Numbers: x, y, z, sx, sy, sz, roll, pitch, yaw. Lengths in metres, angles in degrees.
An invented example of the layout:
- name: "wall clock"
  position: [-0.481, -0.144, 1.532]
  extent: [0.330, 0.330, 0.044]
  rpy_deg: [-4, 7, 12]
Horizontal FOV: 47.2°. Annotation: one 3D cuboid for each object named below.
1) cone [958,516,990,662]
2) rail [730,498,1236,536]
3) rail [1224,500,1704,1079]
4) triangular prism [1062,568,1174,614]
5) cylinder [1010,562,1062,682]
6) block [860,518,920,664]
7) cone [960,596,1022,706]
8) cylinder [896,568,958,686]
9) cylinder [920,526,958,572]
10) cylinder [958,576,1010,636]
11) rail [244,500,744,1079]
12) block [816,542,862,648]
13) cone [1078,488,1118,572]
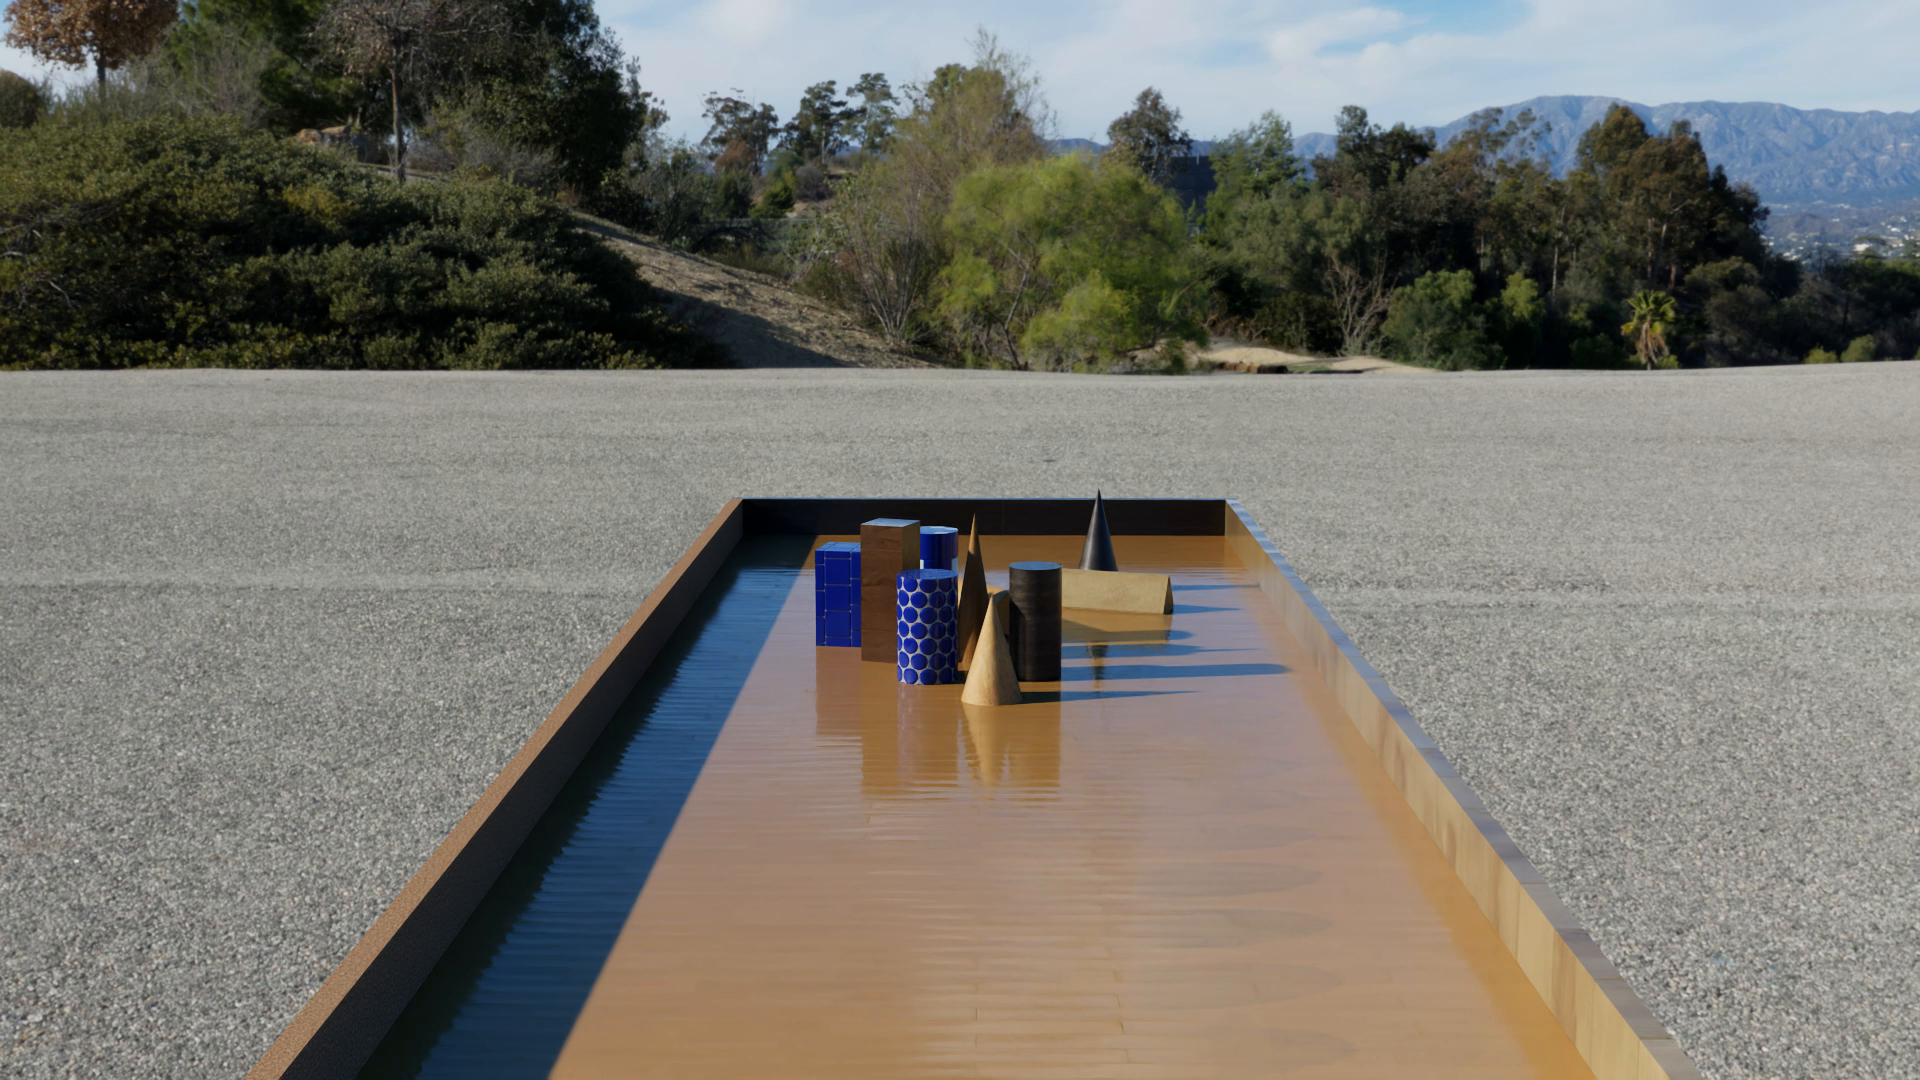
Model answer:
- name: "cone"
  position: [0.044, 0.138, 6.695]
  extent: [0.147, 0.451, 0.147]
  rpy_deg: [0, 9, 0]
- name: "rail"
  position: [0.099, -0.098, 9.147]
  extent: [2.100, 0.150, 0.050]
  rpy_deg: [0, 9, 1]
- name: "rail"
  position: [1.046, 0.843, 3.208]
  extent: [0.050, 0.150, 12.000]
  rpy_deg: [0, 9, 1]
- name: "triangular prism"
  position: [0.520, 0.168, 7.535]
  extent: [0.401, 0.123, 0.142]
  rpy_deg: [3, 10, 19]
- name: "cylinder"
  position: [0.221, 0.238, 6.449]
  extent: [0.155, 0.331, 0.155]
  rpy_deg: [0, 9, 0]
- name: "block"
  position: [-0.211, 0.154, 6.696]
  extent: [0.138, 0.420, 0.138]
  rpy_deg: [4, 10, 22]
- name: "cone"
  position: [0.090, 0.298, 6.167]
  extent: [0.176, 0.300, 0.176]
  rpy_deg: [0, 9, 0]
- name: "cylinder"
  position: [-0.095, 0.252, 6.425]
  extent: [0.180, 0.311, 0.180]
  rpy_deg: [0, 9, 0]
- name: "cylinder"
  position: [-0.086, 0.146, 6.941]
  extent: [0.162, 0.359, 0.162]
  rpy_deg: [0, 9, 0]
- name: "cylinder"
  position: [0.077, 0.213, 7.198]
  extent: [0.147, 0.147, 0.369]
  rpy_deg: [-6, 11, -33]
- name: "rail"
  position: [-1.004, 0.839, 3.234]
  extent: [0.050, 0.150, 12.000]
  rpy_deg: [0, 9, 1]
- name: "block"
  position: [-0.350, 0.172, 6.958]
  extent: [0.176, 0.303, 0.176]
  rpy_deg: [2, 9, 10]
- name: "cone"
  position: [0.493, -0.004, 7.845]
  extent: [0.179, 0.373, 0.179]
  rpy_deg: [0, 9, 0]
